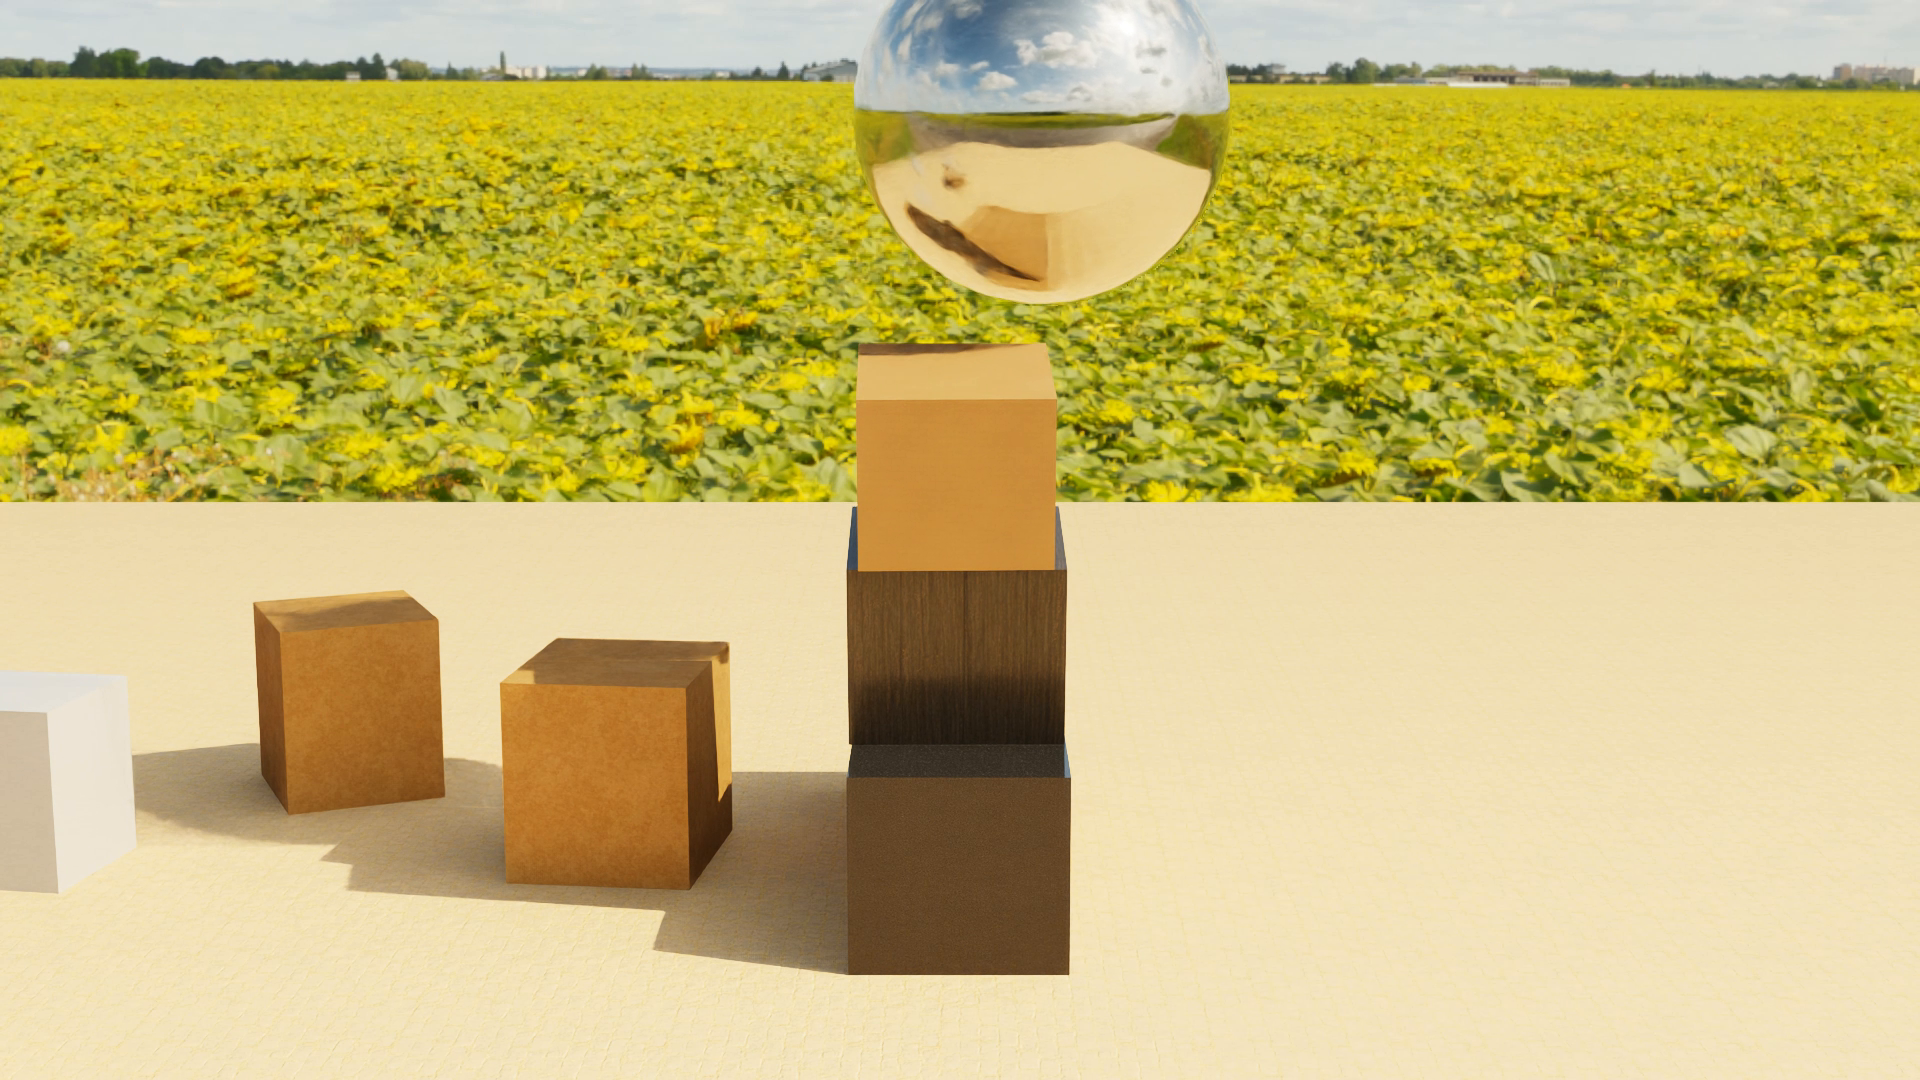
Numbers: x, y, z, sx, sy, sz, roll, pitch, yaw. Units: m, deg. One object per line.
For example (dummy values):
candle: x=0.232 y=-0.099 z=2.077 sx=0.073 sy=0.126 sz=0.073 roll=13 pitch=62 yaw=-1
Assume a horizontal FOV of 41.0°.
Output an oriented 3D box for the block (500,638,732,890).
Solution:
block: x=-1.531 y=0.991 z=11.588 sx=0.821 sy=0.904 sz=0.916 roll=1 pitch=10 yaw=7

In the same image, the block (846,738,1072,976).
block: x=-0.004 y=1.241 z=10.487 sx=0.874 sy=0.807 sz=0.893 roll=0 pitch=10 yaw=0

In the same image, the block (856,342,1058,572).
block: x=-0.023 y=-0.350 z=10.461 sx=0.782 sy=0.710 sz=0.812 roll=0 pitch=20 yaw=-1

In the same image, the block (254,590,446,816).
block: x=-3.037 y=0.788 z=12.735 sx=0.755 sy=0.894 sz=0.794 roll=-5 pitch=11 yaw=-24

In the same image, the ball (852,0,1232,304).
ball: x=0.343 y=-1.801 z=10.853 sx=1.600 sy=1.600 sz=1.600 roll=0 pitch=10 yaw=0

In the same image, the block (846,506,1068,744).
block: x=-0.016 y=0.345 z=10.703 sx=0.881 sy=0.761 sz=0.775 roll=0 pitch=20 yaw=0

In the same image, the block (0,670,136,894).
block: x=-4.227 y=1.063 z=11.457 sx=0.772 sy=0.808 sz=0.698 roll=2 pitch=10 yaw=10
